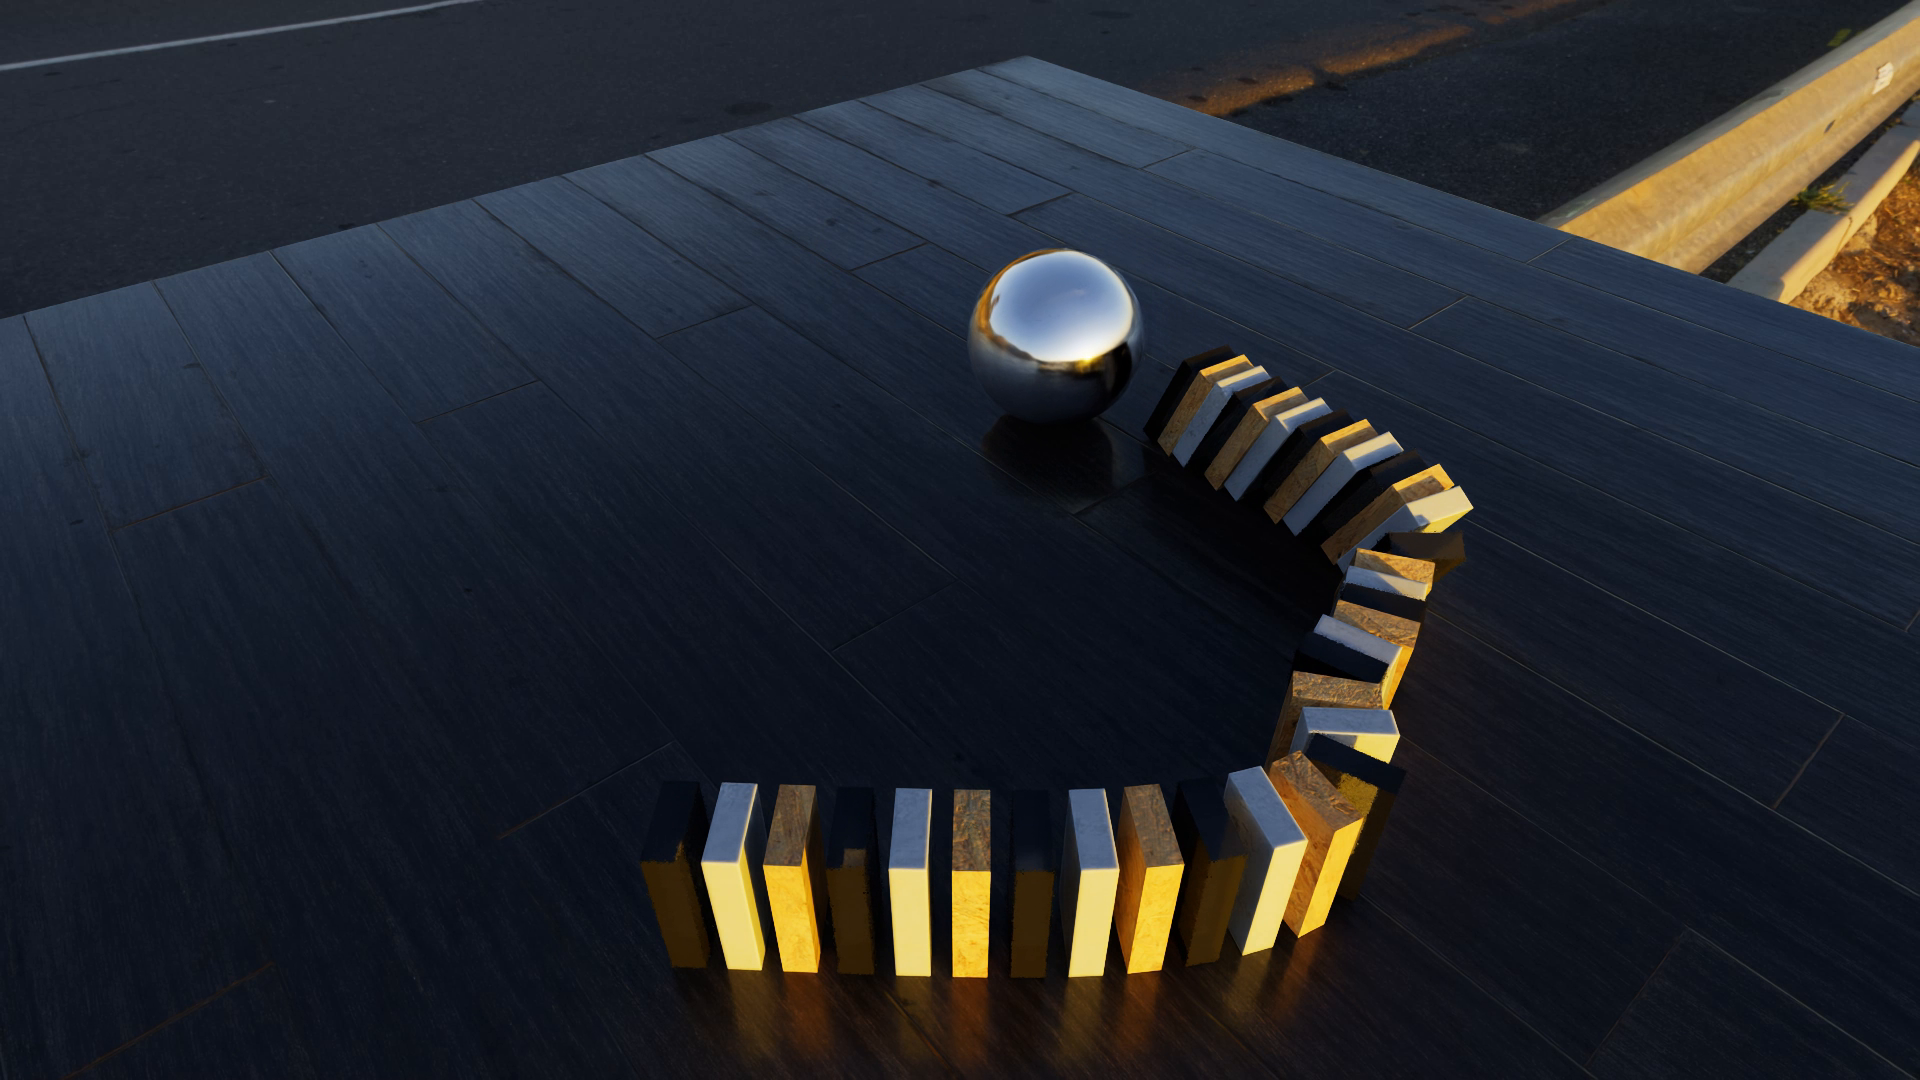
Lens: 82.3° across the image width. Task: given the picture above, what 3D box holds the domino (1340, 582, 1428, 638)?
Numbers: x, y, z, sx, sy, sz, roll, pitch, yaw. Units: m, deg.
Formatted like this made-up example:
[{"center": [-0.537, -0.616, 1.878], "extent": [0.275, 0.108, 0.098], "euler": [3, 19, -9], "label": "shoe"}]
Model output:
[{"center": [0.139, 0.033, 0.372], "extent": [0.025, 0.050, 0.009], "euler": [14, 64, 16], "label": "domino"}]

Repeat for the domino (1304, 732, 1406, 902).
[{"center": [0.107, 0.080, 0.314], "extent": [0.025, 0.050, 0.009], "euler": [22, 45, 25], "label": "domino"}]

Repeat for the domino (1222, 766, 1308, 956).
[{"center": [0.080, 0.089, 0.303], "extent": [0.009, 0.050, 0.025], "euler": [-10, 40, -13], "label": "domino"}]

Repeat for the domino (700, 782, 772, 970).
[{"center": [-0.059, 0.092, 0.299], "extent": [0.010, 0.050, 0.025], "euler": [2, 39, 2], "label": "domino"}]

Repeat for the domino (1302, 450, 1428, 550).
[{"center": [0.158, -0.015, 0.431], "extent": [0.025, 0.050, 0.010], "euler": [-21, 70, -24], "label": "domino"}]

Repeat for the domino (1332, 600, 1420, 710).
[{"center": [0.133, 0.040, 0.362], "extent": [0.025, 0.050, 0.010], "euler": [17, 60, 20], "label": "domino"}]

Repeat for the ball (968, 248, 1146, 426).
[{"center": [0.044, -0.092, 0.500], "extent": [0.080, 0.080, 0.080], "euler": [0, 39, 0], "label": "ball"}]

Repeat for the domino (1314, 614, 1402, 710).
[{"center": [0.124, 0.047, 0.354], "extent": [0.025, 0.050, 0.009], "euler": [25, 59, 27], "label": "domino"}]

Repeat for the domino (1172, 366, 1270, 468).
[{"center": [0.113, -0.053, 0.476], "extent": [0.025, 0.050, 0.010], "euler": [-22, 67, -24], "label": "domino"}]

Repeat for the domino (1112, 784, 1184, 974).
[{"center": [0.050, 0.092, 0.299], "extent": [0.010, 0.050, 0.025], "euler": [-4, 40, -5], "label": "domino"}]

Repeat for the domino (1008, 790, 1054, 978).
[{"center": [0.019, 0.093, 0.297], "extent": [0.009, 0.050, 0.025], "euler": [0, 39, 0], "label": "domino"}]

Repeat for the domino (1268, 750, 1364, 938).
[{"center": [0.095, 0.085, 0.307], "extent": [0.010, 0.050, 0.025], "euler": [-18, 43, -20], "label": "domino"}]

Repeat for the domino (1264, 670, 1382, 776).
[{"center": [0.110, 0.061, 0.336], "extent": [0.025, 0.050, 0.009], "euler": [8, 45, 10], "label": "domino"}]

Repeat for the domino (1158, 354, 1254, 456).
[{"center": [0.108, -0.058, 0.483], "extent": [0.025, 0.050, 0.010], "euler": [-22, 67, -24], "label": "domino"}]

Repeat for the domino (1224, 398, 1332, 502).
[{"center": [0.132, -0.037, 0.457], "extent": [0.025, 0.050, 0.010], "euler": [-22, 67, -24], "label": "domino"}]

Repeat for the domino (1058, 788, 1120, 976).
[{"center": [0.034, 0.093, 0.298], "extent": [0.010, 0.050, 0.025], "euler": [-2, 39, -2], "label": "domino"}]

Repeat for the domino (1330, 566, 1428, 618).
[{"center": [0.143, 0.025, 0.382], "extent": [0.025, 0.050, 0.009], "euler": [14, 70, 16], "label": "domino"}]

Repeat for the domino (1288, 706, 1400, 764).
[{"center": [0.110, 0.070, 0.326], "extent": [0.025, 0.050, 0.009], "euler": [2, 40, 2], "label": "domino"}]

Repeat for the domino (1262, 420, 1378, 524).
[{"center": [0.145, -0.027, 0.445], "extent": [0.025, 0.050, 0.010], "euler": [-22, 67, -24], "label": "domino"}]

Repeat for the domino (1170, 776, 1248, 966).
[{"center": [0.065, 0.091, 0.300], "extent": [0.009, 0.050, 0.025], "euler": [-7, 40, -8], "label": "domino"}]

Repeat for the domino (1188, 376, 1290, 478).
[{"center": [0.119, -0.047, 0.469], "extent": [0.025, 0.050, 0.009], "euler": [-22, 67, -25], "label": "domino"}]

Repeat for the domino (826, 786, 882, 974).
[{"center": [-0.028, 0.093, 0.298], "extent": [0.009, 0.050, 0.025], "euler": [1, 39, 2], "label": "domino"}]

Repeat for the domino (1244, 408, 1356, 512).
[{"center": [0.139, -0.032, 0.451], "extent": [0.025, 0.050, 0.009], "euler": [-22, 67, -24], "label": "domino"}]

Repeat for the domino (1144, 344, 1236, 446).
[{"center": [0.102, -0.064, 0.490], "extent": [0.025, 0.050, 0.009], "euler": [-22, 67, -24], "label": "domino"}]

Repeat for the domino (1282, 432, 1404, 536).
[{"center": [0.152, -0.022, 0.438], "extent": [0.025, 0.050, 0.009], "euler": [-21, 67, -24], "label": "domino"}]

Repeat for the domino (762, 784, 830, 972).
[{"center": [-0.044, 0.092, 0.299], "extent": [0.010, 0.050, 0.025], "euler": [2, 39, 2], "label": "domino"}]

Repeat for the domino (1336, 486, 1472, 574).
[{"center": [0.166, -0.002, 0.414], "extent": [0.025, 0.050, 0.009], "euler": [-17, 69, -19], "label": "domino"}]

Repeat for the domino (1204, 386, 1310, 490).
[{"center": [0.124, -0.042, 0.463], "extent": [0.025, 0.050, 0.010], "euler": [-22, 67, -25], "label": "domino"}]

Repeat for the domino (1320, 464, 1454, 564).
[{"center": [0.163, -0.009, 0.423], "extent": [0.025, 0.050, 0.009], "euler": [-21, 71, -24], "label": "domino"}]

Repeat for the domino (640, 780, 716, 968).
[{"center": [-0.075, 0.092, 0.300], "extent": [0.009, 0.050, 0.025], "euler": [1, 39, 1], "label": "domino"}]

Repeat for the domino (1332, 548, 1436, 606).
[{"center": [0.149, 0.018, 0.391], "extent": [0.025, 0.050, 0.010], "euler": [12, 72, 14], "label": "domino"}]

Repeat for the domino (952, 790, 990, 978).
[{"center": [0.003, 0.093, 0.297], "extent": [0.010, 0.050, 0.025], "euler": [1, 39, 1], "label": "domino"}]

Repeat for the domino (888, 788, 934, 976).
[{"center": [-0.013, 0.093, 0.298], "extent": [0.009, 0.050, 0.025], "euler": [1, 39, 1], "label": "domino"}]

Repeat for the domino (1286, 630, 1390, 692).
[{"center": [0.116, 0.053, 0.346], "extent": [0.025, 0.050, 0.010], "euler": [25, 52, 27], "label": "domino"}]

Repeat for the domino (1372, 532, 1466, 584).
[{"center": [0.160, 0.010, 0.401], "extent": [0.025, 0.050, 0.010], "euler": [0, 70, 0], "label": "domino"}]
